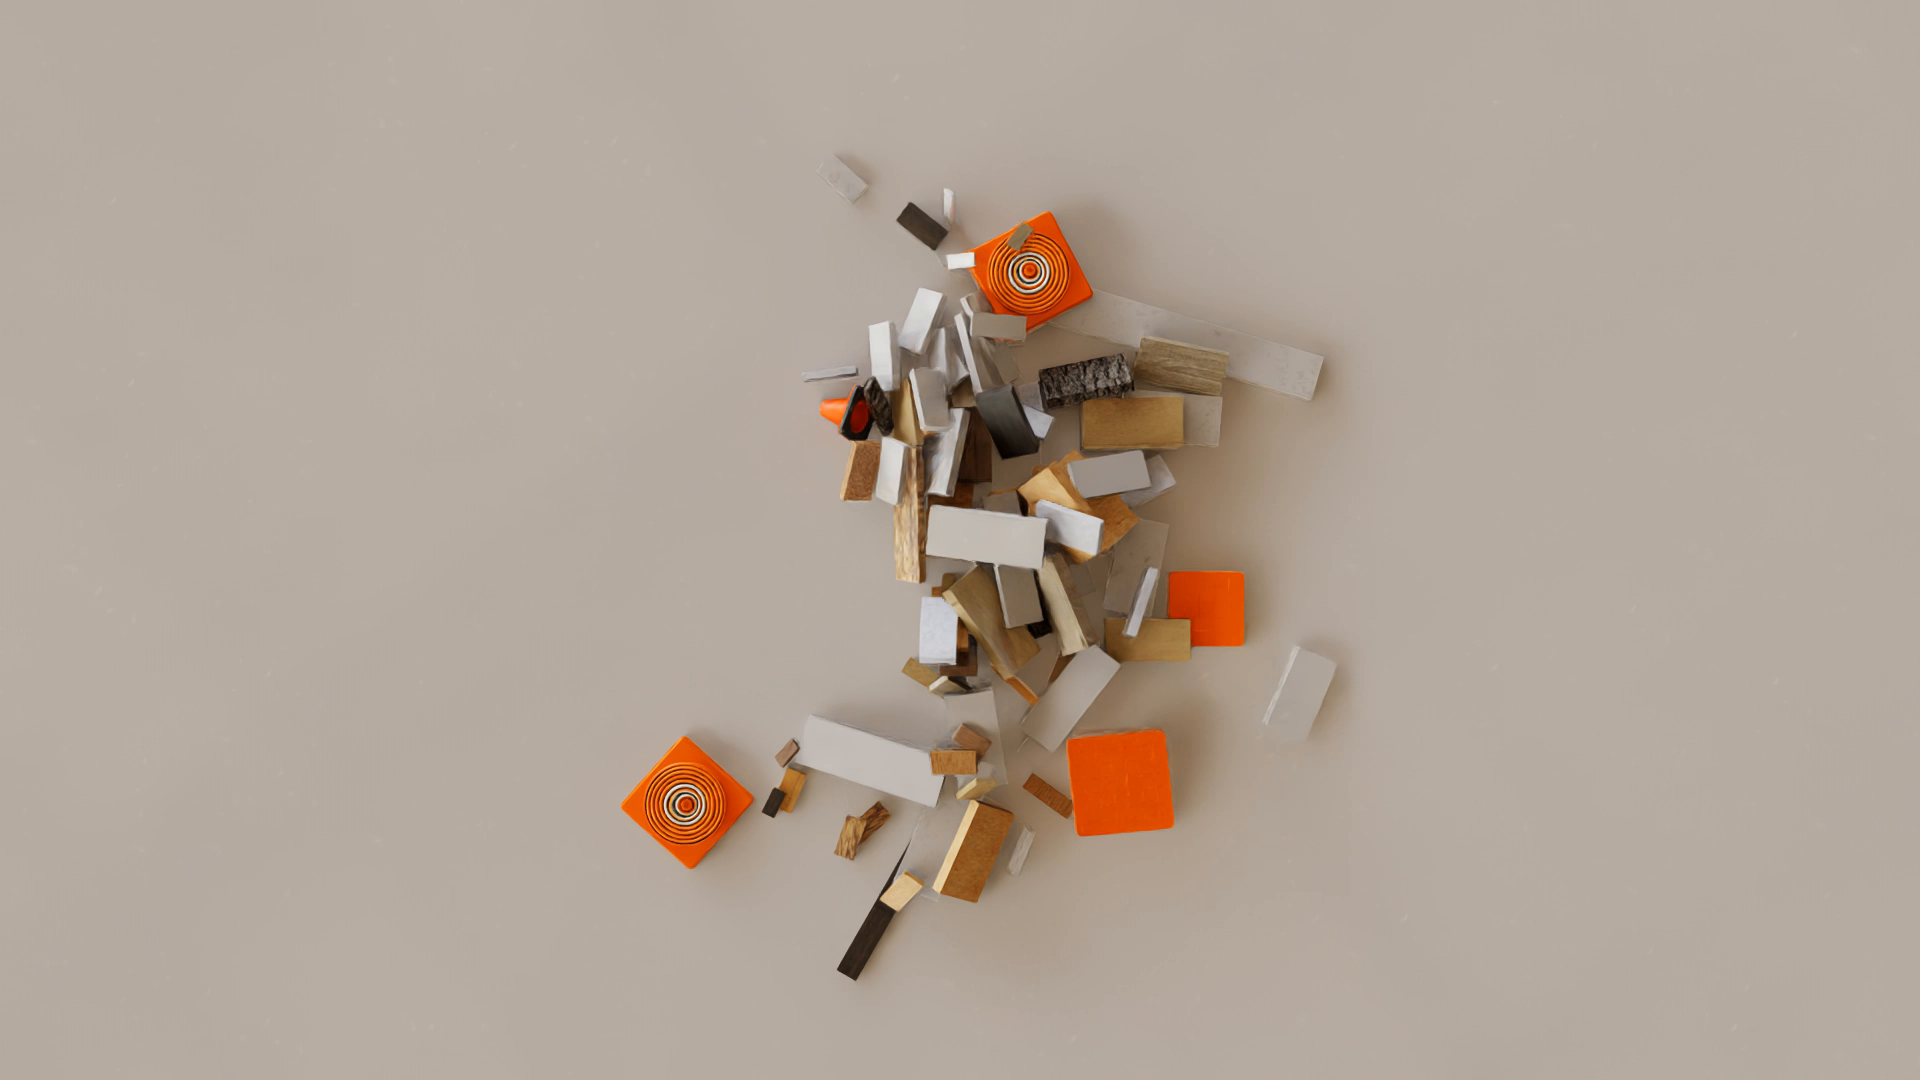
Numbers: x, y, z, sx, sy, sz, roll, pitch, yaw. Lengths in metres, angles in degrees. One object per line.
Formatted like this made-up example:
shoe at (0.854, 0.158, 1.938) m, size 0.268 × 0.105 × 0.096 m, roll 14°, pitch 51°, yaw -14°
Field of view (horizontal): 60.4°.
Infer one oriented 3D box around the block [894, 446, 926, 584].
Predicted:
block at (-0.168, -0.084, 5.410) m, size 0.112 × 0.032 × 0.445 m, roll 9°, pitch 104°, yaw 43°

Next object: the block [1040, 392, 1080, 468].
block at (0.333, -0.365, 5.482) m, size 0.127 × 0.036 × 0.255 m, roll 0°, pitch 90°, yaw 0°

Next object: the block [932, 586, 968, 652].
block at (-0.034, 0.261, 5.417) m, size 0.118 × 0.034 × 0.237 m, roll 0°, pitch 54°, yaw 0°

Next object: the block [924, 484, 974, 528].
block at (-0.026, -0.172, 5.441) m, size 0.143 × 0.041 × 0.286 m, roll 7°, pitch 76°, yaw 3°

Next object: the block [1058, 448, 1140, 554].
block at (0.421, -0.128, 5.392) m, size 0.158 × 0.045 × 0.317 m, roll -41°, pitch 87°, yaw -10°

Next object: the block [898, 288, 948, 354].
block at (-0.126, -0.724, 5.457) m, size 0.104 × 0.029 × 0.208 m, roll 22°, pitch 90°, yaw 36°

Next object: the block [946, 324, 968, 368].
block at (-0.005, -0.644, 5.481) m, size 0.073 × 0.021 × 0.146 m, roll -4°, pitch 90°, yaw 15°

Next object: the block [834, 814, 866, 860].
block at (-0.364, 0.988, 5.472) m, size 0.068 × 0.019 × 0.137 m, roll 19°, pitch 98°, yaw 4°

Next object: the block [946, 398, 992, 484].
block at (0.030, -0.329, 5.438) m, size 0.143 × 0.041 × 0.286 m, roll -2°, pitch 73°, yaw 0°

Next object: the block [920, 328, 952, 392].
block at (-0.083, -0.592, 5.455) m, size 0.104 × 0.029 × 0.208 m, roll -3°, pitch 87°, yaw 32°

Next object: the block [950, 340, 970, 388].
block at (-0.030, -0.586, 5.453) m, size 0.073 × 0.021 × 0.146 m, roll -38°, pitch 70°, yaw 23°

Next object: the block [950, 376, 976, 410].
block at (0.005, -0.497, 5.461) m, size 0.073 × 0.021 × 0.146 m, roll -9°, pitch 67°, yaw -2°

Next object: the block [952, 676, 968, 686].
block at (-0.012, 0.502, 5.433) m, size 0.081 × 0.162 × 0.023 m, roll -7°, pitch 47°, yaw 0°

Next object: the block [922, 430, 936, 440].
block at (-0.134, -0.435, 5.431) m, size 0.029 × 0.104 × 0.208 m, roll 3°, pitch 75°, yaw -38°

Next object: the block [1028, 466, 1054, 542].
block at (0.288, -0.118, 5.439) m, size 0.119 × 0.034 × 0.239 m, roll 11°, pitch 74°, yaw -14°

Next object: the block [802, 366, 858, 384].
block at (-0.428, -0.548, 5.456) m, size 0.176 × 0.088 × 0.025 m, roll -8°, pitch 89°, yaw 0°

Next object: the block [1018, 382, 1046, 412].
block at (0.242, -0.442, 5.466) m, size 0.077 × 0.022 × 0.154 m, roll -12°, pitch 84°, yaw 27°

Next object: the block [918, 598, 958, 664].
block at (-0.069, 0.292, 5.348) m, size 0.118 × 0.034 × 0.237 m, roll 1°, pitch 52°, yaw 1°

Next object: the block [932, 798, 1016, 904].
block at (0.047, 1.026, 5.436) m, size 0.160 × 0.045 × 0.320 m, roll 24°, pitch 90°, yaw -35°

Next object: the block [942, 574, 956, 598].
block at (-0.037, 0.152, 5.467) m, size 0.046 × 0.013 × 0.092 m, roll 3°, pitch 54°, yaw 2°

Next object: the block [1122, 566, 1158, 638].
block at (0.588, 0.205, 5.386) m, size 0.033 × 0.115 × 0.230 m, roll 19°, pitch 84°, yaw -1°

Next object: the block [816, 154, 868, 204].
block at (-0.393, -1.202, 5.489) m, size 0.159 × 0.023 × 0.080 m, roll 42°, pitch 90°, yaw 0°

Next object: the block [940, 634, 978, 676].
block at (-0.003, 0.375, 5.384) m, size 0.118 × 0.237 × 0.034 m, roll 0°, pitch 112°, yaw 0°

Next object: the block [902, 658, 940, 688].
block at (-0.132, 0.443, 5.492) m, size 0.115 × 0.016 × 0.058 m, roll 31°, pitch 90°, yaw 0°

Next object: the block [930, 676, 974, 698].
block at (-0.015, 0.498, 5.392) m, size 0.081 × 0.023 × 0.162 m, roll -36°, pitch 131°, yaw 26°

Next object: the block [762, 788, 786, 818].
block at (-0.617, 0.872, 5.474) m, size 0.046 × 0.013 × 0.092 m, roll 26°, pitch 90°, yaw 0°

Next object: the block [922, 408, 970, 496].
block at (-0.059, -0.289, 5.394) m, size 0.143 × 0.041 × 0.286 m, roll 6°, pitch 81°, yaw 40°

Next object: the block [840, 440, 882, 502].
block at (-0.323, -0.226, 5.422) m, size 0.102 × 0.029 × 0.204 m, roll 0°, pitch 118°, yaw -31°

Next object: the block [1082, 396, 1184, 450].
block at (0.568, -0.384, 5.431) m, size 0.327 × 0.046 × 0.163 m, roll -2°, pitch 90°, yaw 0°

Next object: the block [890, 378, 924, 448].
block at (-0.177, -0.406, 5.428) m, size 0.032 × 0.112 × 0.223 m, roll 1°, pitch 77°, yaw -39°

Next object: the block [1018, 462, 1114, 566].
block at (0.343, -0.082, 5.339) m, size 0.319 × 0.045 × 0.159 m, roll 53°, pitch 134°, yaw -2°

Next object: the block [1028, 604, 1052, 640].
block at (0.252, 0.225, 5.468) m, size 0.095 × 0.027 × 0.189 m, roll -21°, pitch 90°, yaw -25°

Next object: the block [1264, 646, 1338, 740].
block at (1.135, 0.510, 5.480) m, size 0.139 × 0.039 × 0.278 m, roll 23°, pitch 90°, yaw 0°

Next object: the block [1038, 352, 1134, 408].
block at (0.417, -0.526, 5.436) m, size 0.291 × 0.041 × 0.145 m, roll -12°, pitch 47°, yaw 0°

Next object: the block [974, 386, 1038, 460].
block at (0.154, -0.383, 5.392) m, size 0.127 × 0.036 × 0.254 m, roll -11°, pitch 127°, yaw 21°

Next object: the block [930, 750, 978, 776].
block at (-0.019, 0.724, 5.357) m, size 0.149 × 0.021 × 0.074 m, roll -2°, pitch 101°, yaw 14°

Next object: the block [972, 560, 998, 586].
block at (0.109, 0.085, 5.471) m, size 0.095 × 0.027 × 0.189 m, roll -36°, pitch 90°, yaw -21°

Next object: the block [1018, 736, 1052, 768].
block at (0.288, 0.654, 5.487) m, size 0.094 × 0.027 × 0.187 m, roll 36°, pitch 90°, yaw 0°

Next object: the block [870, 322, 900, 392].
block at (-0.248, -0.603, 5.446) m, size 0.032 × 0.112 × 0.223 m, roll -4°, pitch 90°, yaw -38°

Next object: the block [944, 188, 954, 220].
block at (-0.036, -1.111, 5.456) m, size 0.013 × 0.045 × 0.091 m, roll -16°, pitch 128°, yaw -26°
